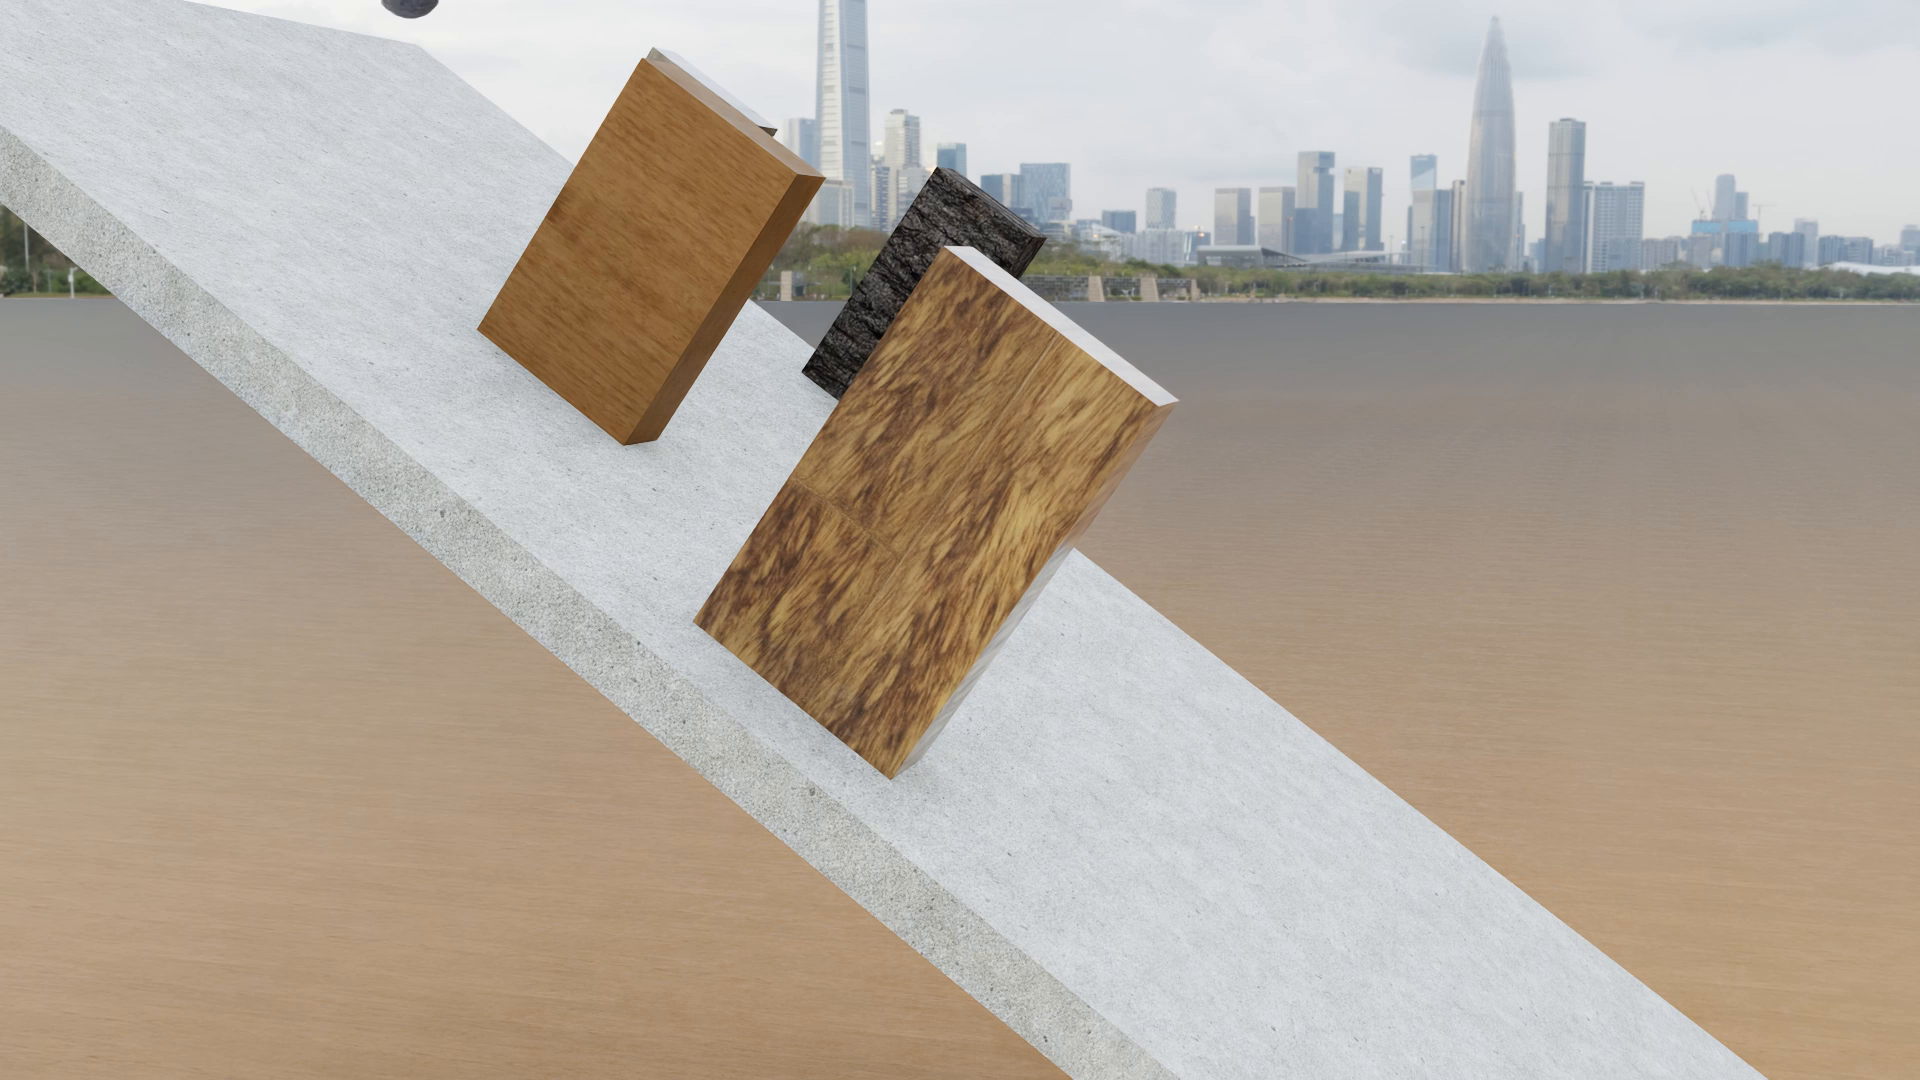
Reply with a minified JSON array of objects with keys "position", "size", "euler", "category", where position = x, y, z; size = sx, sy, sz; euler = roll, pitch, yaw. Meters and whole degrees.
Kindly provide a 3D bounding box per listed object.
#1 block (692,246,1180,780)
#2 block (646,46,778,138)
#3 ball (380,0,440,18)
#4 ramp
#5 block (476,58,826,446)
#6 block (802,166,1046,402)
[{"position":[-0.042,-0.040,3.262],"size":[0.386,0.687,0.146],"euler":[38,16,10],"category":"block"},{"position":[-0.611,-0.680,4.332],"size":[0.267,0.498,0.102],"euler":[38,16,10],"category":"block"},{"position":[-1.126,-1.136,4.492],"size":[0.139,0.139,0.139],"euler":[0,7,0],"category":"ball"},{"position":[-0.084,0.153,4.079],"size":[4.000,0.100,2.000],"euler":[38,16,10],"category":"ramp"},{"position":[-0.538,-0.495,3.814],"size":[0.342,0.563,0.136],"euler":[38,16,10],"category":"block"},{"position":[-0.081,-0.519,4.861],"size":[0.262,0.548,0.132],"euler":[38,16,10],"category":"block"}]
